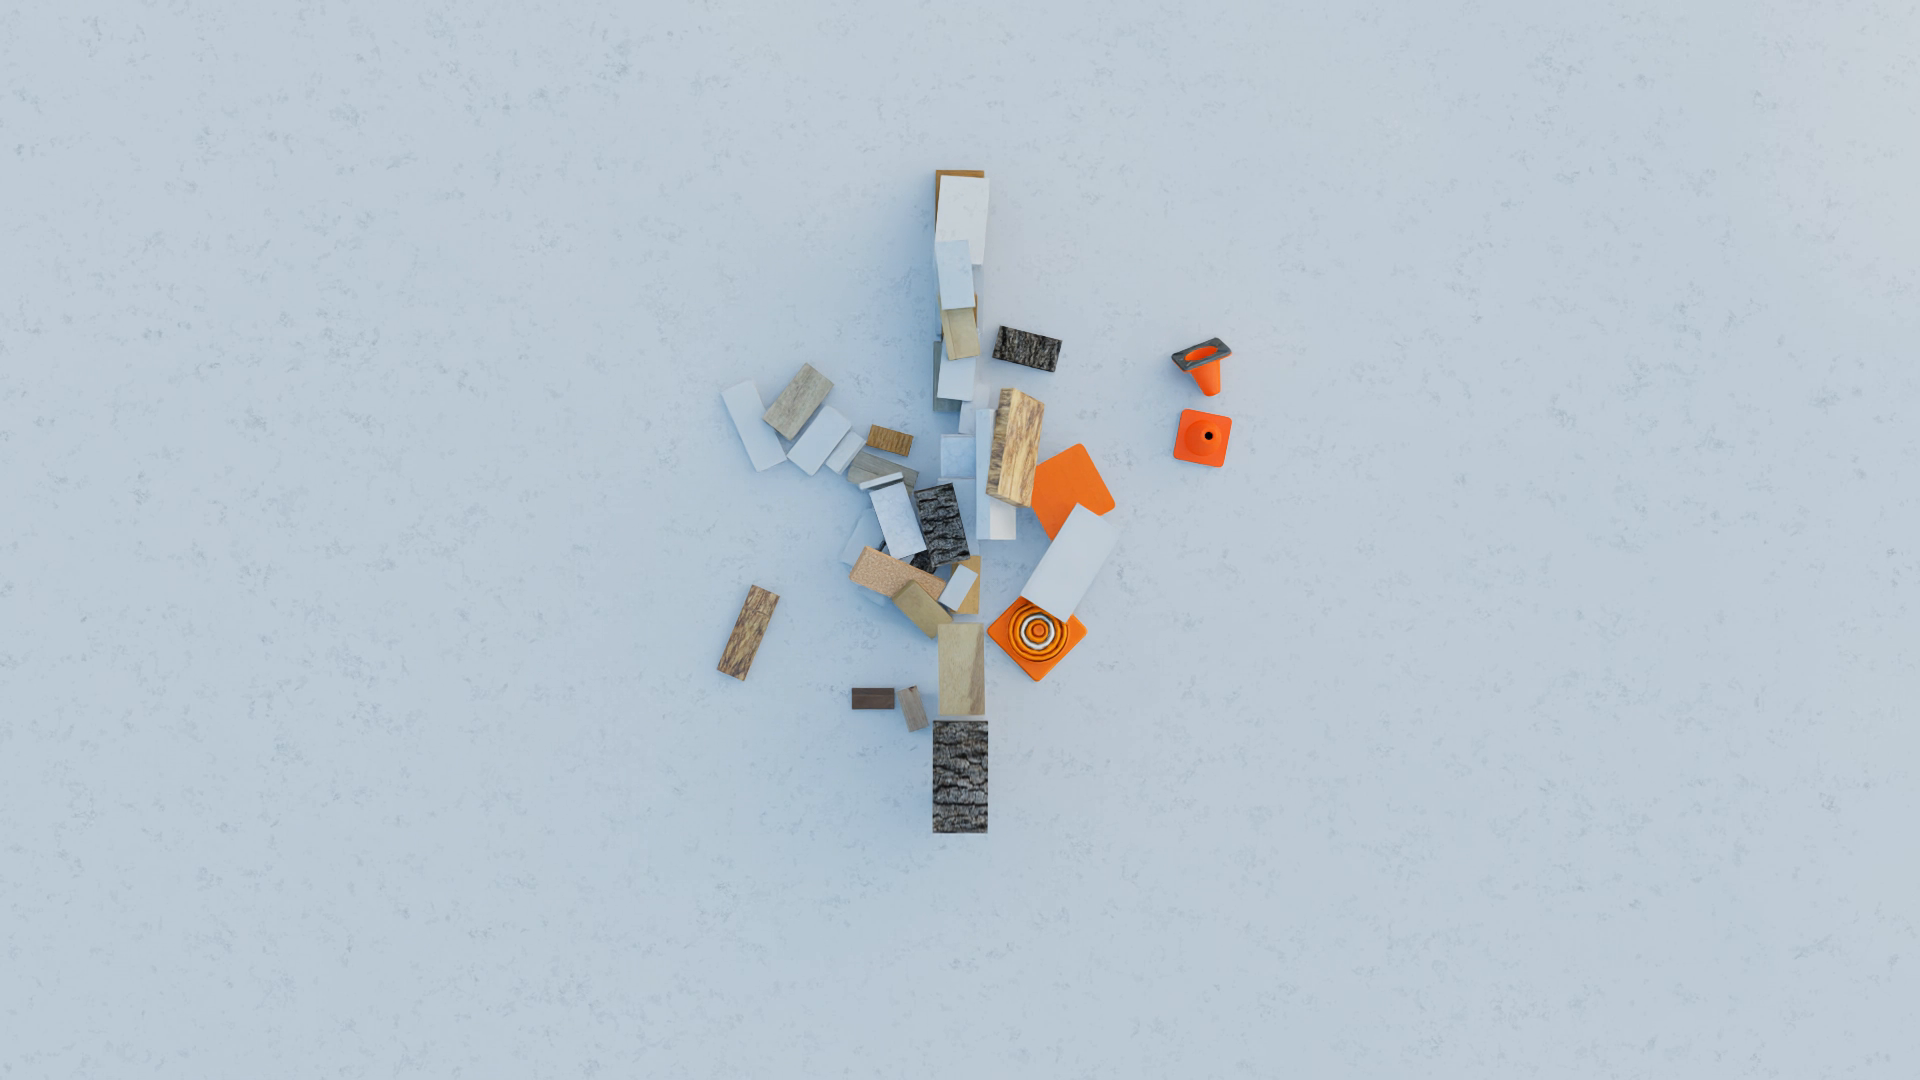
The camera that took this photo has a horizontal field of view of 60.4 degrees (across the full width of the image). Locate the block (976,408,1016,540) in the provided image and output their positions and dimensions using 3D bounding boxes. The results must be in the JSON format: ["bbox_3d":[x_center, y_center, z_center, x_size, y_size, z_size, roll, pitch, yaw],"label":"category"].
[{"bbox_3d":[0.119,-0.212,5.410,0.050,0.178,0.421,0,90,30],"label":"block"}]

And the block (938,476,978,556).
[{"bbox_3d":[-0.005,-0.078,5.443,0.129,0.037,0.258,-1,108,1],"label":"block"}]

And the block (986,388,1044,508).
[{"bbox_3d":[0.181,-0.300,5.384,0.050,0.178,0.356,0,76,39],"label":"block"}]

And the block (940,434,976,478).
[{"bbox_3d":[0.003,-0.220,5.435,0.129,0.037,0.258,0,112,0],"label":"block"}]

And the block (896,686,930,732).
[{"bbox_3d":[-0.157,0.562,5.490,0.071,0.020,0.142,-18,90,0],"label":"block"}]

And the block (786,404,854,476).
[{"bbox_3d":[-0.466,-0.331,5.484,0.110,0.031,0.220,38,90,0],"label":"block"}]

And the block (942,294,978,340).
[{"bbox_3d":[-0.003,-0.694,5.432,0.115,0.033,0.229,1,116,0],"label":"block"}]

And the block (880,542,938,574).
[{"bbox_3d":[-0.161,0.047,5.486,0.194,0.027,0.097,33,90,0],"label":"block"}]

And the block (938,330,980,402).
[{"bbox_3d":[-0.006,-0.574,5.389,0.115,0.033,0.230,6,93,0],"label":"block"}]

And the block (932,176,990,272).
[{"bbox_3d":[0.006,-1.033,5.376,0.161,0.046,0.321,4,70,2],"label":"block"}]

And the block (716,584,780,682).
[{"bbox_3d":[-0.703,0.308,5.486,0.099,0.028,0.307,23,90,0],"label":"block"}]

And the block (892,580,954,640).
[{"bbox_3d":[-0.123,0.229,5.441,0.099,0.028,0.199,-42,115,4],"label":"block"}]

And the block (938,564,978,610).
[{"bbox_3d":[-0.006,0.157,5.463,0.071,0.020,0.142,30,90,0],"label":"block"}]

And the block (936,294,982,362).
[{"bbox_3d":[-0.003,-0.697,5.352,0.107,0.030,0.214,-10,91,0],"label":"block"}]

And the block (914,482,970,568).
[{"bbox_3d":[-0.058,-0.048,5.413,0.129,0.037,0.258,-13,107,3],"label":"block"}]

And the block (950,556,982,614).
[{"bbox_3d":[0.018,0.147,5.486,0.097,0.027,0.194,2,90,0],"label":"block"}]

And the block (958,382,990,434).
[{"bbox_3d":[0.047,-0.429,5.423,0.086,0.024,0.172,7,85,-3],"label":"block"}]

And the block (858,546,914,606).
[{"bbox_3d":[-0.245,0.107,5.459,0.099,0.028,0.199,33,90,0],"label":"block"}]

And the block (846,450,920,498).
[{"bbox_3d":[-0.257,-0.212,5.484,0.220,0.031,0.110,20,90,0],"label":"block"}]

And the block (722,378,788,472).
[{"bbox_3d":[-0.683,-0.379,5.484,0.110,0.031,0.294,-24,90,0],"label":"block"}]

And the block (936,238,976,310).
[{"bbox_3d":[-0.014,-0.853,5.293,0.107,0.030,0.214,-5,103,4],"label":"block"}]

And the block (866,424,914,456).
[{"bbox_3d":[-0.233,-0.331,5.490,0.143,0.020,0.072,16,90,0],"label":"block"}]

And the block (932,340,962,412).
[{"bbox_3d":[-0.031,-0.541,5.451,0.115,0.033,0.229,1,107,0],"label":"block"}]

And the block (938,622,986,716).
[{"bbox_3d":[0.005,0.406,5.190,0.144,0.041,0.288,-1,91,0],"label":"block"}]

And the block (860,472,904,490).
[{"bbox_3d":[-0.258,-0.195,5.433,0.143,0.072,0.020,-16,90,0],"label":"block"}]

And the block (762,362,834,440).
[{"bbox_3d":[-0.536,-0.458,5.466,0.119,0.034,0.238,38,84,-3],"label":"block"}]

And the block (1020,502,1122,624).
[{"bbox_3d":[0.365,0.075,5.428,0.178,0.050,0.356,32,91,0],"label":"block"}]

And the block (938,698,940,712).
[{"bbox_3d":[0.004,0.522,5.356,0.144,0.288,0.041,0,90,0],"label":"block"}]

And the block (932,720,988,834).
[{"bbox_3d":[0.001,0.736,5.130,0.172,0.049,0.345,0,90,0],"label":"block"}]

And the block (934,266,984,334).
[{"bbox_3d":[-0.002,-0.845,5.444,0.161,0.046,0.321,0,102,0],"label":"block"}]

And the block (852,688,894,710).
[{"bbox_3d":[-0.289,0.527,5.490,0.142,0.020,0.071,0,90,0],"label":"block"}]

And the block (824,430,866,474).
[{"bbox_3d":[-0.382,-0.291,5.473,0.072,0.020,0.143,38,90,31],"label":"block"}]

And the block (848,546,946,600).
[{"bbox_3d":[-0.205,0.131,5.414,0.302,0.034,0.119,24,104,-23],"label":"block"}]

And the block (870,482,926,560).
[{"bbox_3d":[-0.205,-0.060,5.436,0.119,0.034,0.238,-19,85,-6],"label":"block"}]

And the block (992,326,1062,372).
[{"bbox_3d":[0.223,-0.635,5.485,0.214,0.030,0.107,14,90,0],"label":"block"}]

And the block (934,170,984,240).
[{"bbox_3d":[-0.002,-1.063,5.477,0.161,0.046,0.321,1,90,0],"label":"block"}]

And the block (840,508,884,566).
[{"bbox_3d":[-0.313,0.001,5.486,0.097,0.027,0.194,28,90,0],"label":"block"}]
